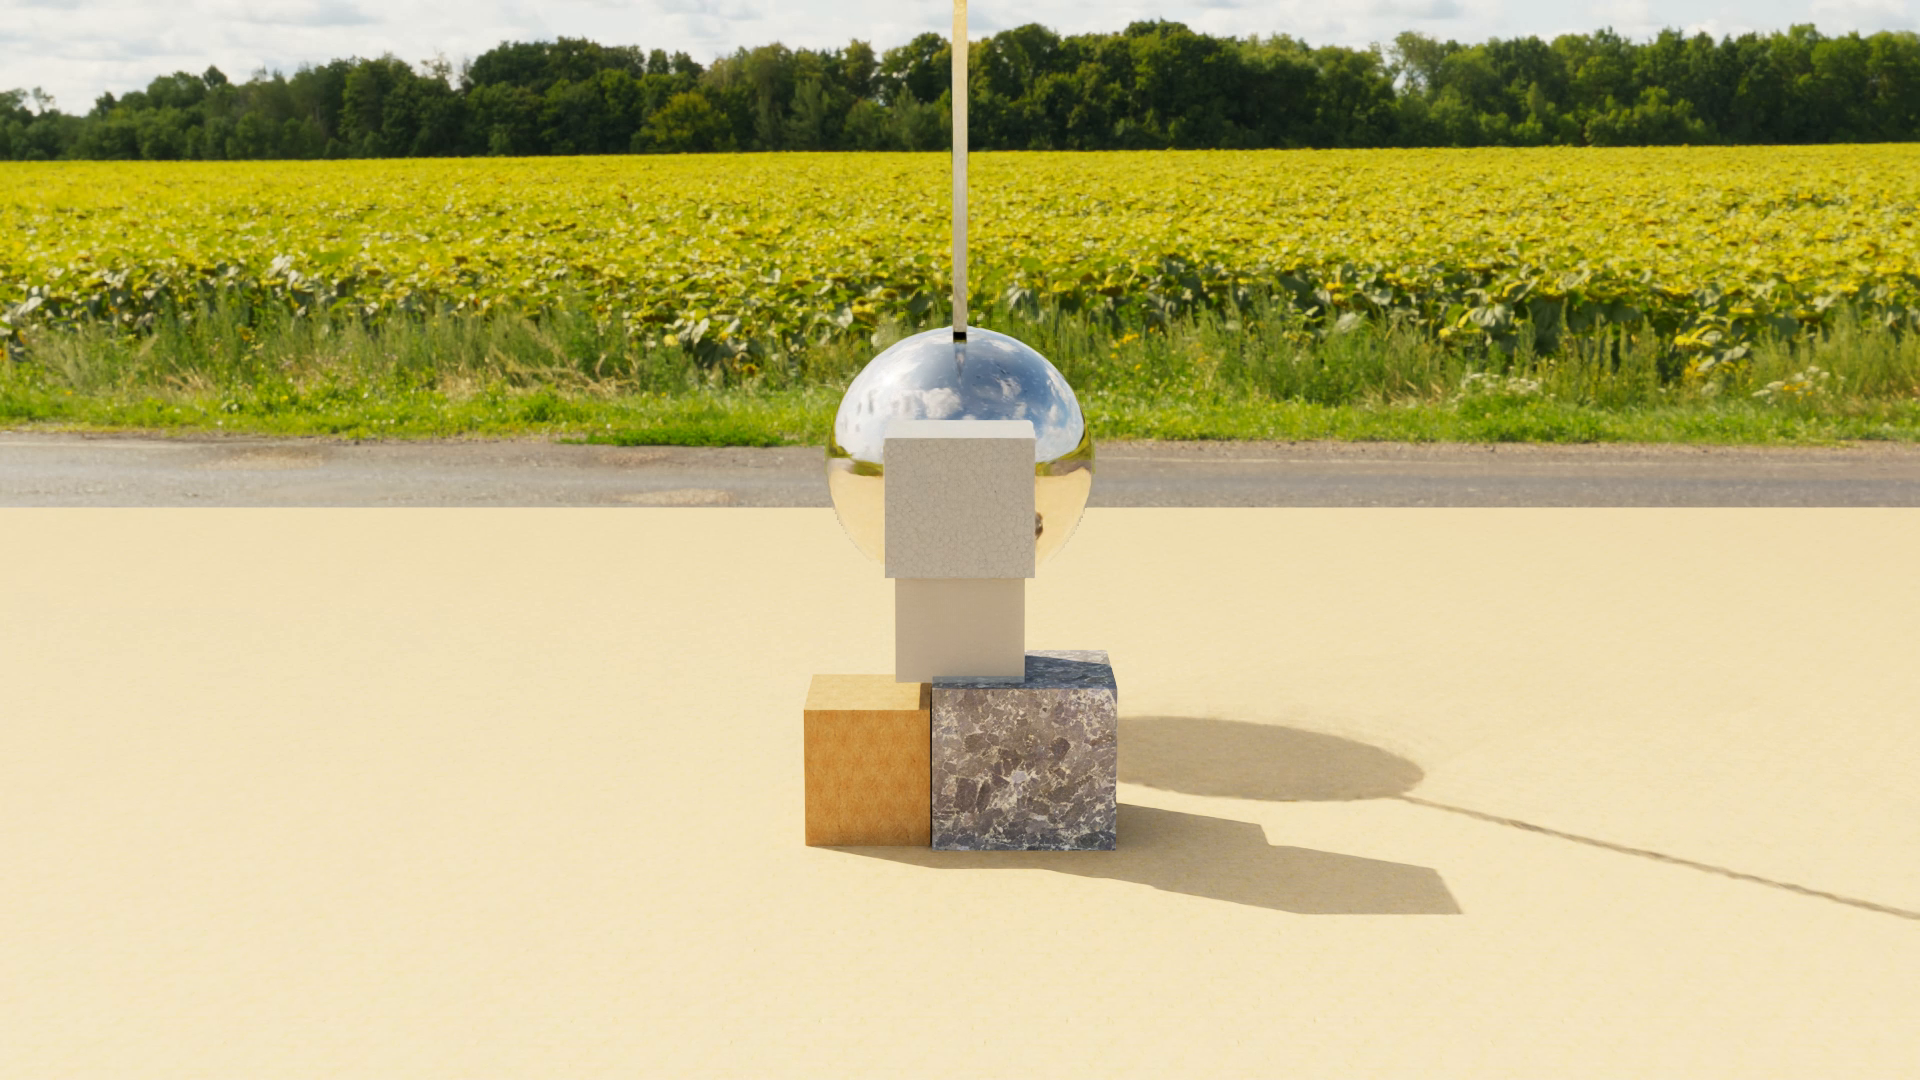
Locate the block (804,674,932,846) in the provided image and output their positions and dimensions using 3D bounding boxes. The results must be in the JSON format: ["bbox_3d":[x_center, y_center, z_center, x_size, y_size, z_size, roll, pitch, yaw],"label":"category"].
[{"bbox_3d":[-0.464,1.128,11.386,0.631,0.707,0.739,0,10,0],"label":"block"}]

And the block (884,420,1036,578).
[{"bbox_3d":[0.000,-0.214,11.145,0.745,0.701,0.655,0,10,0],"label":"block"}]

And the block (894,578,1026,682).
[{"bbox_3d":[0.000,0.394,11.255,0.646,0.535,0.624,0,10,0],"label":"block"}]

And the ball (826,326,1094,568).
[{"bbox_3d":[0.000,-0.480,13.201,1.600,1.600,1.600,0,10,0],"label":"ball"}]

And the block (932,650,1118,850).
[{"bbox_3d":[0.321,1.070,11.357,0.919,0.832,0.853,0,10,0],"label":"block"}]

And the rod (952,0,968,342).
[{"bbox_3d":[0.000,-3.408,11.474,0.080,5.200,0.080,0,31,0],"label":"rod"}]
